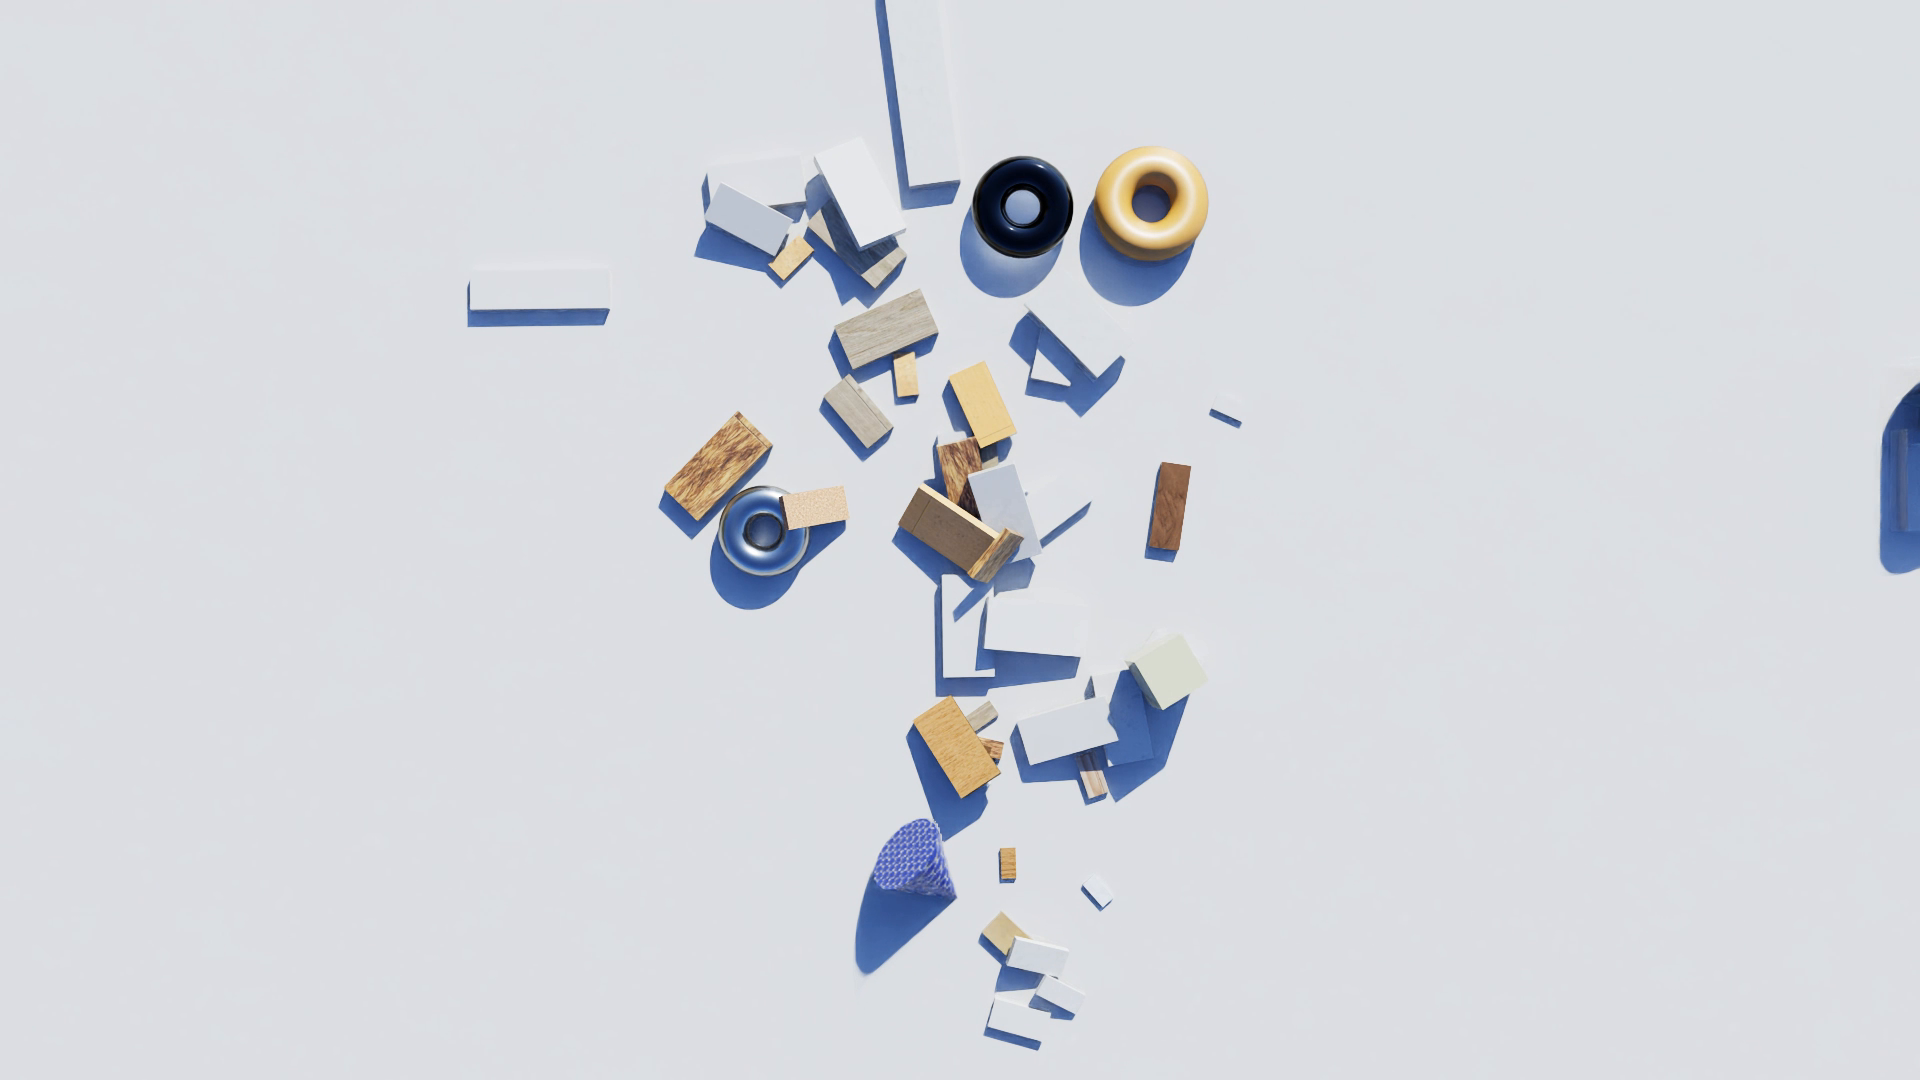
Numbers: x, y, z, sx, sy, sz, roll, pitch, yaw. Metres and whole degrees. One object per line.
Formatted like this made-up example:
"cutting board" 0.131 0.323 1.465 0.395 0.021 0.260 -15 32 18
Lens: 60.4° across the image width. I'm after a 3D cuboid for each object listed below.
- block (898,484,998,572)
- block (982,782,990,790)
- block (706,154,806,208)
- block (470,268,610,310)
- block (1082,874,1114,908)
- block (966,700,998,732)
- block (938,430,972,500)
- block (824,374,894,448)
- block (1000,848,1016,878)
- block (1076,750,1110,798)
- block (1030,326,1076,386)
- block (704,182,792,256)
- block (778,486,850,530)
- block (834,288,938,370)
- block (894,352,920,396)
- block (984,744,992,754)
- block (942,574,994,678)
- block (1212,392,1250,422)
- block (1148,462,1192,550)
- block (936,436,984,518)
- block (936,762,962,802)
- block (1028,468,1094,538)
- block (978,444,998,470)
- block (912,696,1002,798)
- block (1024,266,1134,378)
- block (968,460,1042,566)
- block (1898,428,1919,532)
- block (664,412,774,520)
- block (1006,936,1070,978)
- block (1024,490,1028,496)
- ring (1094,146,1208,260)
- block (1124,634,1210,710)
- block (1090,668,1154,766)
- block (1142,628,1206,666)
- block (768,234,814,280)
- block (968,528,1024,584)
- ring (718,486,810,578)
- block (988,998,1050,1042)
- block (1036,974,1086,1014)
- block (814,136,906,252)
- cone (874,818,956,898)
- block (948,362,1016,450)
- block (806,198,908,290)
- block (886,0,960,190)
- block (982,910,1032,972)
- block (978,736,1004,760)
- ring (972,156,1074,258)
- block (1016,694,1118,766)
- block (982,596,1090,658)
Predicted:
"block" -0.034 -0.032 5.427 0.316 0.045 0.158 34 117 6
"block" 0.062 0.778 5.474 0.014 0.050 0.100 -38 90 18
"block" -0.675 -1.180 5.478 0.311 0.044 0.156 -7 90 0
"block" -1.395 -0.832 5.481 0.456 0.037 0.131 -1 90 0
"block" 0.460 1.168 5.493 0.050 0.014 0.100 -42 90 0
"block" 0.066 0.590 5.492 0.115 0.016 0.058 -35 90 0
"block" -0.008 -0.244 5.484 0.114 0.032 0.228 -5 90 0
"block" -0.337 -0.428 5.484 0.114 0.032 0.228 -40 90 0
"block" 0.162 1.076 5.493 0.050 0.014 0.100 -2 90 0
"block" 0.440 0.781 5.490 0.071 0.020 0.141 -19 90 0
"block" 0.327 -0.652 5.481 0.131 0.037 0.262 12 90 0
"block" -0.699 -1.060 5.447 0.263 0.037 0.131 27 103 -9
"block" -0.479 -0.106 5.426 0.228 0.032 0.114 -11 90 -32
"block" -0.244 -0.699 5.478 0.311 0.044 0.156 -24 90 0
"block" -0.179 -0.551 5.490 0.071 0.020 0.142 -7 90 1
"block" 0.043 0.701 5.474 0.115 0.016 0.058 15 90 3
"block" 0.027 0.283 5.476 0.169 0.048 0.338 -1 90 0
"block" 0.900 -0.441 5.492 0.113 0.016 0.056 25 90 0
"block" 0.699 -0.112 5.486 0.099 0.028 0.284 8 90 0
"block" 0.017 -0.199 5.433 0.131 0.037 0.262 -13 103 2
"block" -0.018 0.793 5.490 0.071 0.020 0.141 -29 90 0
"block" 0.298 -0.109 5.481 0.262 0.037 0.131 -37 90 0
"block" 0.088 -0.302 5.490 0.071 0.020 0.142 -4 90 0
"block" -0.011 0.683 5.443 0.152 0.043 0.304 -33 76 0
"block" 0.392 -0.716 5.439 0.172 0.049 0.344 -45 90 0
"block" 0.149 -0.085 5.416 0.158 0.045 0.316 -17 103 6
"block" 3.216 -0.199 5.476 0.169 0.048 0.338 0 90 0
"block" -0.802 -0.246 5.478 0.158 0.045 0.355 44 90 0
"block" 0.256 1.379 5.457 0.191 0.027 0.095 16 97 -15
"block" 0.173 -0.129 5.473 0.113 0.056 0.016 -47 130 0
"ring" 0.630 -1.109 5.438 0.379 0.126 0.379 0 90 1
"block" 0.672 0.426 5.374 0.179 0.179 0.179 -31 90 -6
"block" 0.539 0.586 5.478 0.152 0.043 0.304 -11 90 0
"block" 0.704 0.389 5.486 0.197 0.028 0.099 33 90 0
"block" -0.561 -0.940 5.490 0.142 0.020 0.071 -45 90 0
"block" 0.118 0.051 5.379 0.197 0.099 0.028 -51 59 12
"ring" -0.646 -0.029 5.451 0.305 0.102 0.305 0 91 -1
"block" 0.197 1.594 5.486 0.191 0.027 0.095 16 90 0
"block" 0.333 1.506 5.470 0.159 0.020 0.071 30 90 -15
"block" -0.330 -1.141 5.440 0.172 0.049 0.344 -25 85 -14
"cone" -0.093 1.110 5.439 0.271 0.271 0.271 -44 117 0
"block" 0.075 -0.447 5.468 0.131 0.037 0.263 -24 85 -2
"block" -0.342 -0.996 5.478 0.311 0.044 0.156 43 90 0
"block" -0.128 -1.528 5.476 0.172 0.049 0.699 -7 90 0
"block" 0.175 1.334 5.486 0.191 0.027 0.095 43 90 0
"block" 0.085 0.690 5.492 0.115 0.016 0.058 12 90 0
"ring" 0.207 -1.099 5.445 0.339 0.113 0.339 0 91 1
"block" 0.357 0.628 5.453 0.304 0.043 0.152 -17 89 9
"block" 0.250 0.287 5.449 0.338 0.048 0.169 6 89 -9
